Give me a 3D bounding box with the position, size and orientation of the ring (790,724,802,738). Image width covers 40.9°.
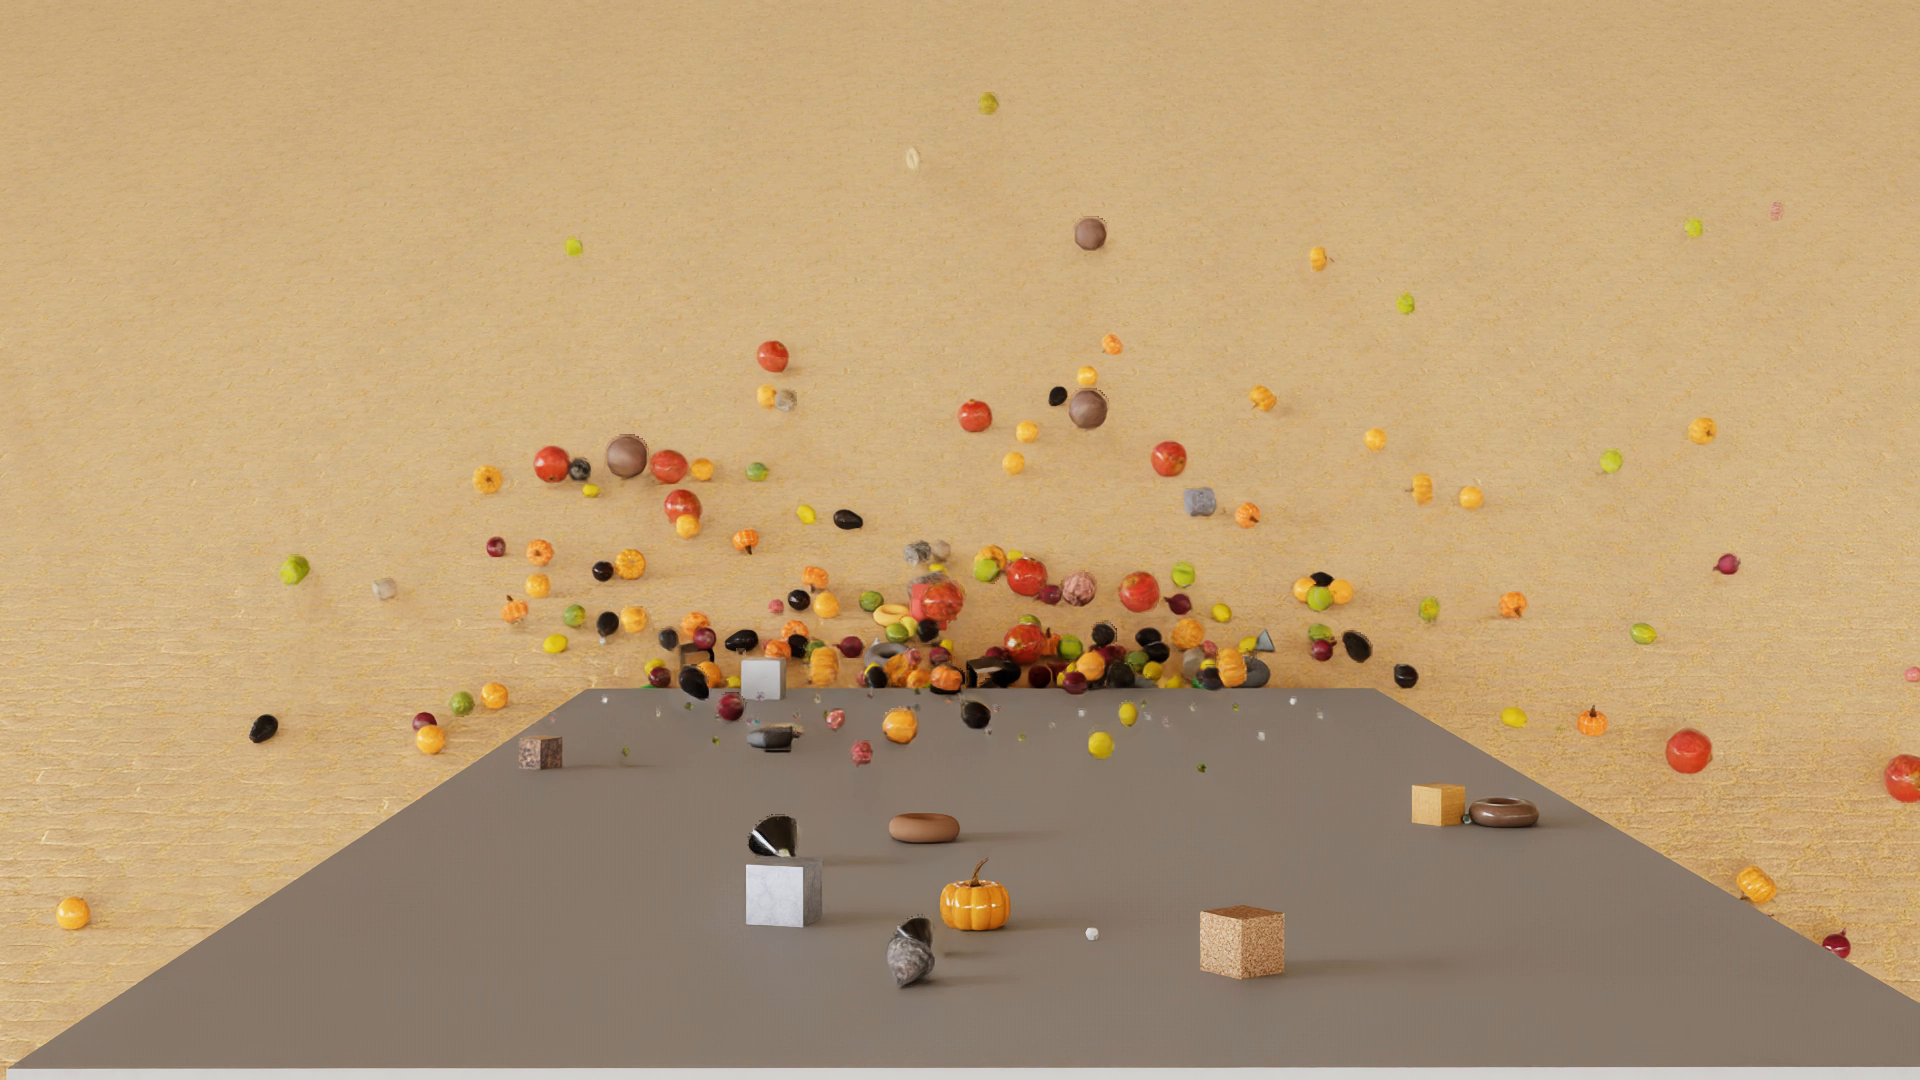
[{"bbox_3d":[-0.373,0.404,5.438,0.083,0.028,0.083,-1,3,0],"label":"ring"}]

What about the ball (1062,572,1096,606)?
[{"bbox_3d":[0.331,0.139,7.187,0.095,0.095,0.095,0,24,0],"label":"ball"}]

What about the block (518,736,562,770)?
[{"bbox_3d":[-0.803,0.407,4.931,0.058,0.058,0.058,1,3,36],"label":"block"}]

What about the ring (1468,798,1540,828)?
[{"bbox_3d":[0.884,0.443,4.188,0.113,0.038,0.113,-1,3,0],"label":"ring"}]

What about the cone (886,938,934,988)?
[{"bbox_3d":[-0.064,0.495,2.942,0.057,0.057,0.057,6,30,13],"label":"cone"}]

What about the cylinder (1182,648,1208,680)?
[{"bbox_3d":[0.619,0.329,6.798,0.065,0.065,0.065,1,24,2],"label":"cylinder"}]

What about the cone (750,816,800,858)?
[{"bbox_3d":[-0.259,0.459,3.776,0.080,0.080,0.080,-10,33,-21],"label":"cone"}]

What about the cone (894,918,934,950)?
[{"bbox_3d":[-0.046,0.490,3.105,0.050,0.050,0.050,-10,33,-21],"label":"cone"}]

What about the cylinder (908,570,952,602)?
[{"bbox_3d":[-0.085,0.141,7.190,0.090,0.090,0.090,-19,30,-36],"label":"cylinder"}]

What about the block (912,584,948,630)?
[{"bbox_3d":[-0.083,0.185,7.086,0.094,0.094,0.094,1,24,2],"label":"block"}]

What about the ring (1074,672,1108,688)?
[{"bbox_3d":[0.365,0.387,6.689,0.145,0.048,0.145,-1,23,0],"label":"ring"}]

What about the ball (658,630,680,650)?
[{"bbox_3d":[-0.784,0.268,6.945,0.056,0.056,0.056,0,24,0],"label":"ball"}]

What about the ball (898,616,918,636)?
[{"bbox_3d":[-0.140,0.236,7.017,0.055,0.055,0.055,0,24,0],"label":"ball"}]

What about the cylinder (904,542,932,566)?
[{"bbox_3d":[-0.121,0.038,7.459,0.057,0.057,0.057,20,31,38],"label":"cylinder"}]

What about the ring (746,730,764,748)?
[{"bbox_3d":[-0.392,0.407,5.290,0.094,0.031,0.094,-1,3,0],"label":"ring"}]

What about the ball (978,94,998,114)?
[{"bbox_3d":[0.131,-2.042,12.076,0.094,0.094,0.094,0,24,0],"label":"ball"}]

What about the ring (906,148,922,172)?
[{"bbox_3d":[-0.199,-1.655,11.195,0.034,0.102,0.102,-7,24,-32],"label":"ring"}]

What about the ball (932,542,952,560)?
[{"bbox_3d":[-0.053,0.031,7.477,0.056,0.056,0.056,0,24,0],"label":"ball"}]

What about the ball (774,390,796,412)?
[{"bbox_3d":[-0.582,-0.462,8.565,0.070,0.070,0.070,0,24,0],"label":"ball"}]

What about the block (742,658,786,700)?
[{"bbox_3d":[-0.480,0.338,6.304,0.095,0.095,0.095,0,2,5],"label":"block"}]

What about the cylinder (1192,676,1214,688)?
[{"bbox_3d":[0.629,0.392,6.667,0.057,0.057,0.057,0,24,0],"label":"cylinder"}]

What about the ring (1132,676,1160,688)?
[{"bbox_3d":[0.474,0.395,6.605,0.110,0.110,0.037,16,50,32],"label":"ring"}]

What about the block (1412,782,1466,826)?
[{"bbox_3d":[0.781,0.431,4.204,0.060,0.060,0.060,-2,3,-40],"label":"block"}]

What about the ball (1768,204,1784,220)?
[{"bbox_3d":[3.342,-1.341,10.545,0.061,0.061,0.061,0,24,0],"label":"ball"}]

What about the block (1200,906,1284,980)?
[{"bbox_3d":[0.330,0.470,3.015,0.069,0.069,0.069,-2,3,-37],"label":"block"}]

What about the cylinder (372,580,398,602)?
[{"bbox_3d":[-1.615,0.141,7.235,0.052,0.052,0.052,-15,28,-30],"label":"cylinder"}]

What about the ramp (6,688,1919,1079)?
[{"bbox_3d":[0.055,0.499,4.546,2.000,0.100,4.000,0,2,0],"label":"ramp"}]

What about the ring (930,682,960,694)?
[{"bbox_3d":[-0.035,0.369,6.411,0.076,0.025,0.076,0,2,0],"label":"ring"}]

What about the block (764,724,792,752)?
[{"bbox_3d":[-0.369,0.400,5.201,0.052,0.052,0.052,0,2,-7],"label":"block"}]

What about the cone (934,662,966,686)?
[{"bbox_3d":[-0.046,0.383,6.706,0.092,0.092,0.092,11,53,24],"label":"cone"}]

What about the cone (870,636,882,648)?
[{"bbox_3d":[-0.222,0.282,6.918,0.054,0.054,0.054,0,24,0],"label":"cone"}]

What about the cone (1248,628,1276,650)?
[{"bbox_3d":[0.806,0.282,6.946,0.067,0.067,0.067,-25,22,10],"label":"cone"}]

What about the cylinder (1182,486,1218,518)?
[{"bbox_3d":[0.725,-0.114,7.778,0.076,0.076,0.076,-26,31,-14],"label":"cylinder"}]

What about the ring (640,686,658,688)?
[{"bbox_3d":[-0.799,0.405,6.615,0.087,0.087,0.029,-4,51,-8],"label":"ring"}]

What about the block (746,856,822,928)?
[{"bbox_3d":[-0.227,0.455,3.339,0.077,0.077,0.077,1,2,16],"label":"block"}]

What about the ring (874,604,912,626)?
[{"bbox_3d":[-0.186,0.208,7.107,0.105,0.035,0.105,1,24,0],"label":"ring"}]

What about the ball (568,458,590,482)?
[{"bbox_3d":[-1.184,-0.218,8.016,0.071,0.071,0.071,0,24,0],"label":"ball"}]

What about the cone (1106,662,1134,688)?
[{"bbox_3d":[0.391,0.360,6.550,0.080,0.080,0.080,13,22,27],"label":"cone"}]

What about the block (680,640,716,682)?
[{"bbox_3d":[-0.694,0.321,6.802,0.076,0.076,0.076,-9,25,-18],"label":"block"}]

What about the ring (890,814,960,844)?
[{"bbox_3d":[-0.056,0.450,4.025,0.111,0.037,0.111,1,1,0],"label":"ring"}]

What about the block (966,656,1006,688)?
[{"bbox_3d":[0.069,0.361,6.704,0.082,0.082,0.082,-8,25,-18],"label":"block"}]

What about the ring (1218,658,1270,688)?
[{"bbox_3d":[0.748,0.351,6.774,0.137,0.046,0.137,-1,24,0],"label":"ring"}]

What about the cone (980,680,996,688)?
[{"bbox_3d":[0.086,0.425,6.609,0.096,0.096,0.096,42,40,17],"label":"cone"}]

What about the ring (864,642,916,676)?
[{"bbox_3d":[-0.186,0.317,6.849,0.139,0.046,0.139,0,25,0],"label":"ring"}]
